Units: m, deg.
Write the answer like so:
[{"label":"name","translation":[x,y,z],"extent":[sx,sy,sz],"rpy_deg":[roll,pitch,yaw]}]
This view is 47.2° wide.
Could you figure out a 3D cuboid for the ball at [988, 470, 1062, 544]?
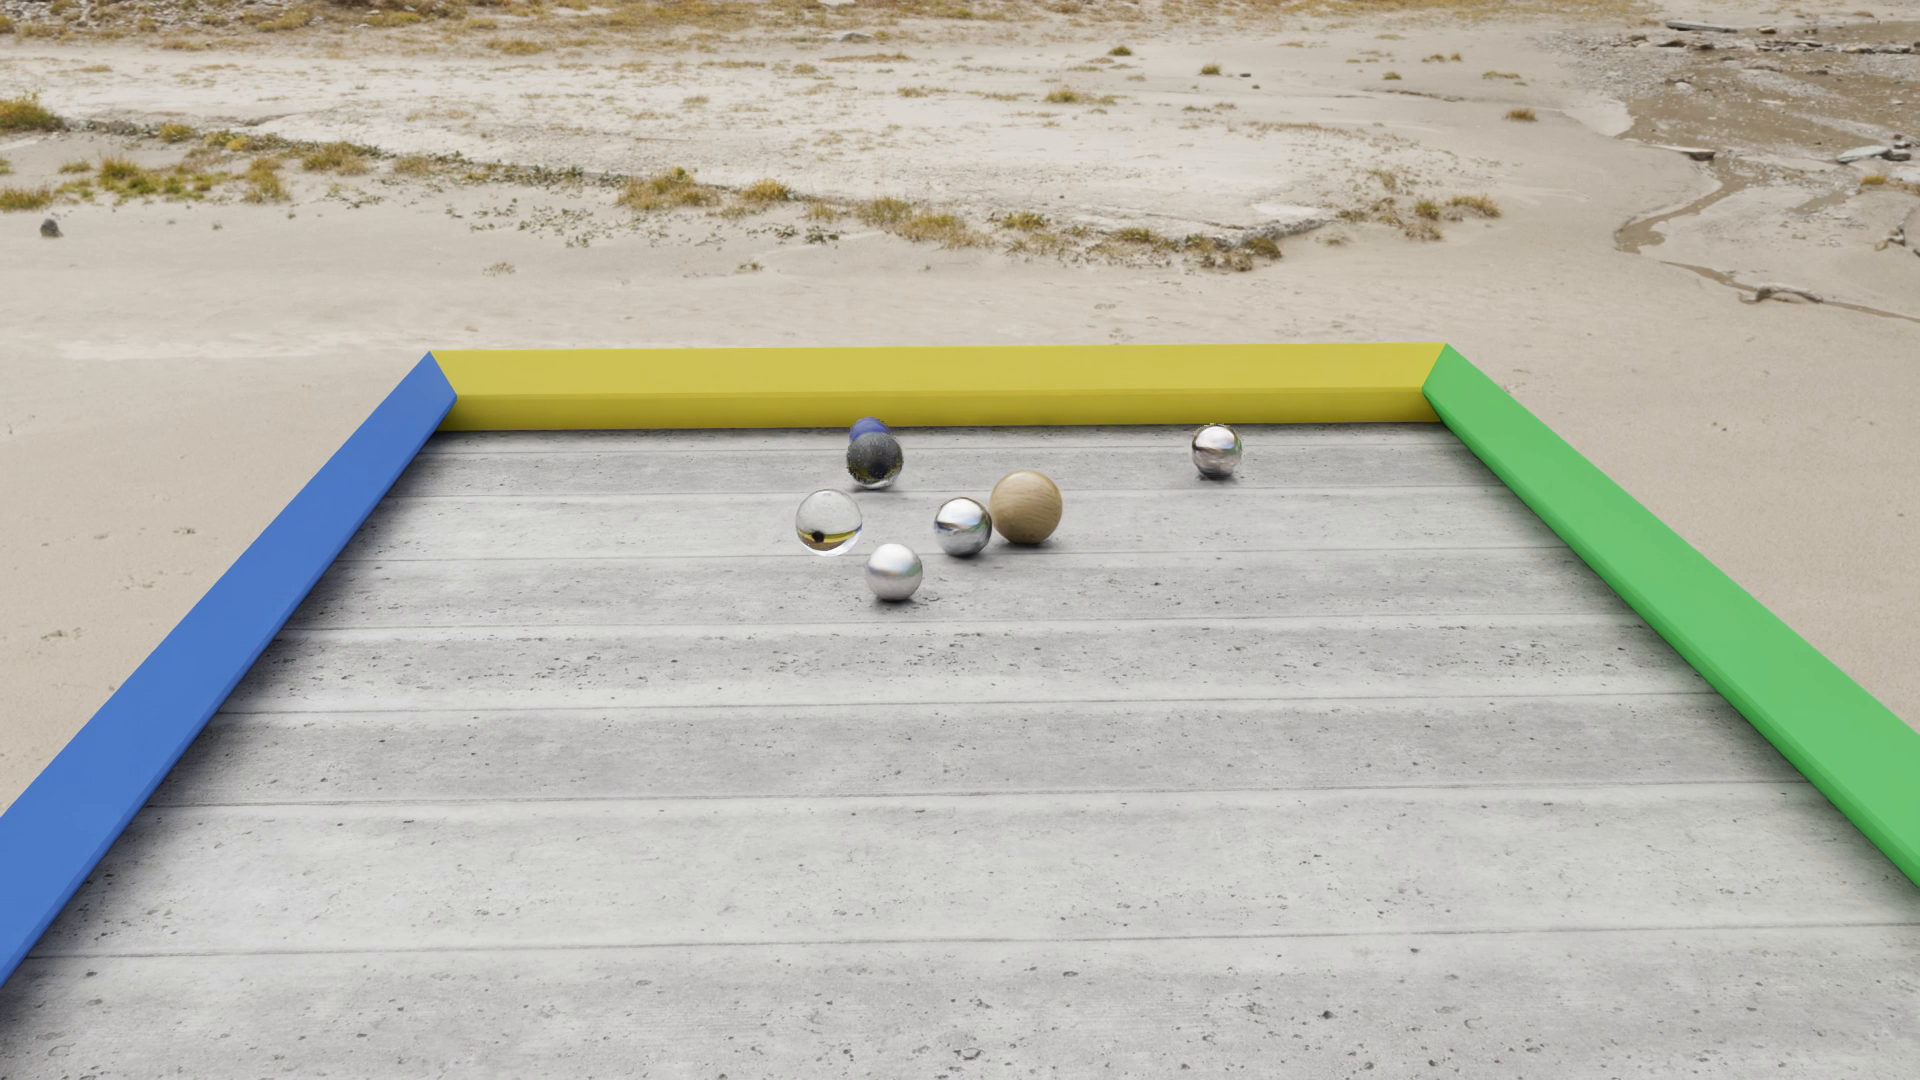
[{"label":"ball","translation":[0.080,-0.040,2.685],"extent":[0.091,0.091,0.091],"rpy_deg":[0,17,0]}]

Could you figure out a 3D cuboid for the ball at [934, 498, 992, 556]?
[{"label":"ball","translation":[0.003,-0.016,2.641],"extent":[0.071,0.071,0.071],"rpy_deg":[0,17,0]}]

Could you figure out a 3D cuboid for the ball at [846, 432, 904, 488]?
[{"label":"ball","translation":[-0.113,-0.107,2.929],"extent":[0.076,0.076,0.076],"rpy_deg":[0,17,0]}]

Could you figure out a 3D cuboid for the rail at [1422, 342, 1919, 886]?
[{"label":"rail","translation":[0.751,0.174,1.935],"extent":[0.045,0.118,2.803],"rpy_deg":[-1,17,-2]}]

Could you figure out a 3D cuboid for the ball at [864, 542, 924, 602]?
[{"label":"ball","translation":[-0.074,0.036,2.479],"extent":[0.066,0.066,0.066],"rpy_deg":[0,17,0]}]

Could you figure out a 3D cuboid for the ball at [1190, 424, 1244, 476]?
[{"label":"ball","translation":[0.349,-0.121,2.986],"extent":[0.071,0.071,0.071],"rpy_deg":[0,17,0]}]

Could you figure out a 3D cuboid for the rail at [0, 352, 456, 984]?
[{"label":"rail","translation":[-0.699,0.190,1.883],"extent":[0.045,0.118,2.803],"rpy_deg":[-1,17,-2]}]

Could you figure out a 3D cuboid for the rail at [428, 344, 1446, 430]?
[{"label":"rail","translation":[-0.025,-0.220,3.226],"extent":[1.499,0.118,0.045],"rpy_deg":[-1,17,-2]}]

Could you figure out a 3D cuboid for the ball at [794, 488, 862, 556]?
[{"label":"ball","translation":[-0.158,-0.021,2.640],"extent":[0.081,0.081,0.081],"rpy_deg":[0,17,0]}]

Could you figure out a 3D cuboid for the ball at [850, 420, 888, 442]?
[{"label":"ball","translation":[-0.127,-0.143,3.086],"extent":[0.053,0.053,0.053],"rpy_deg":[0,17,0]}]
